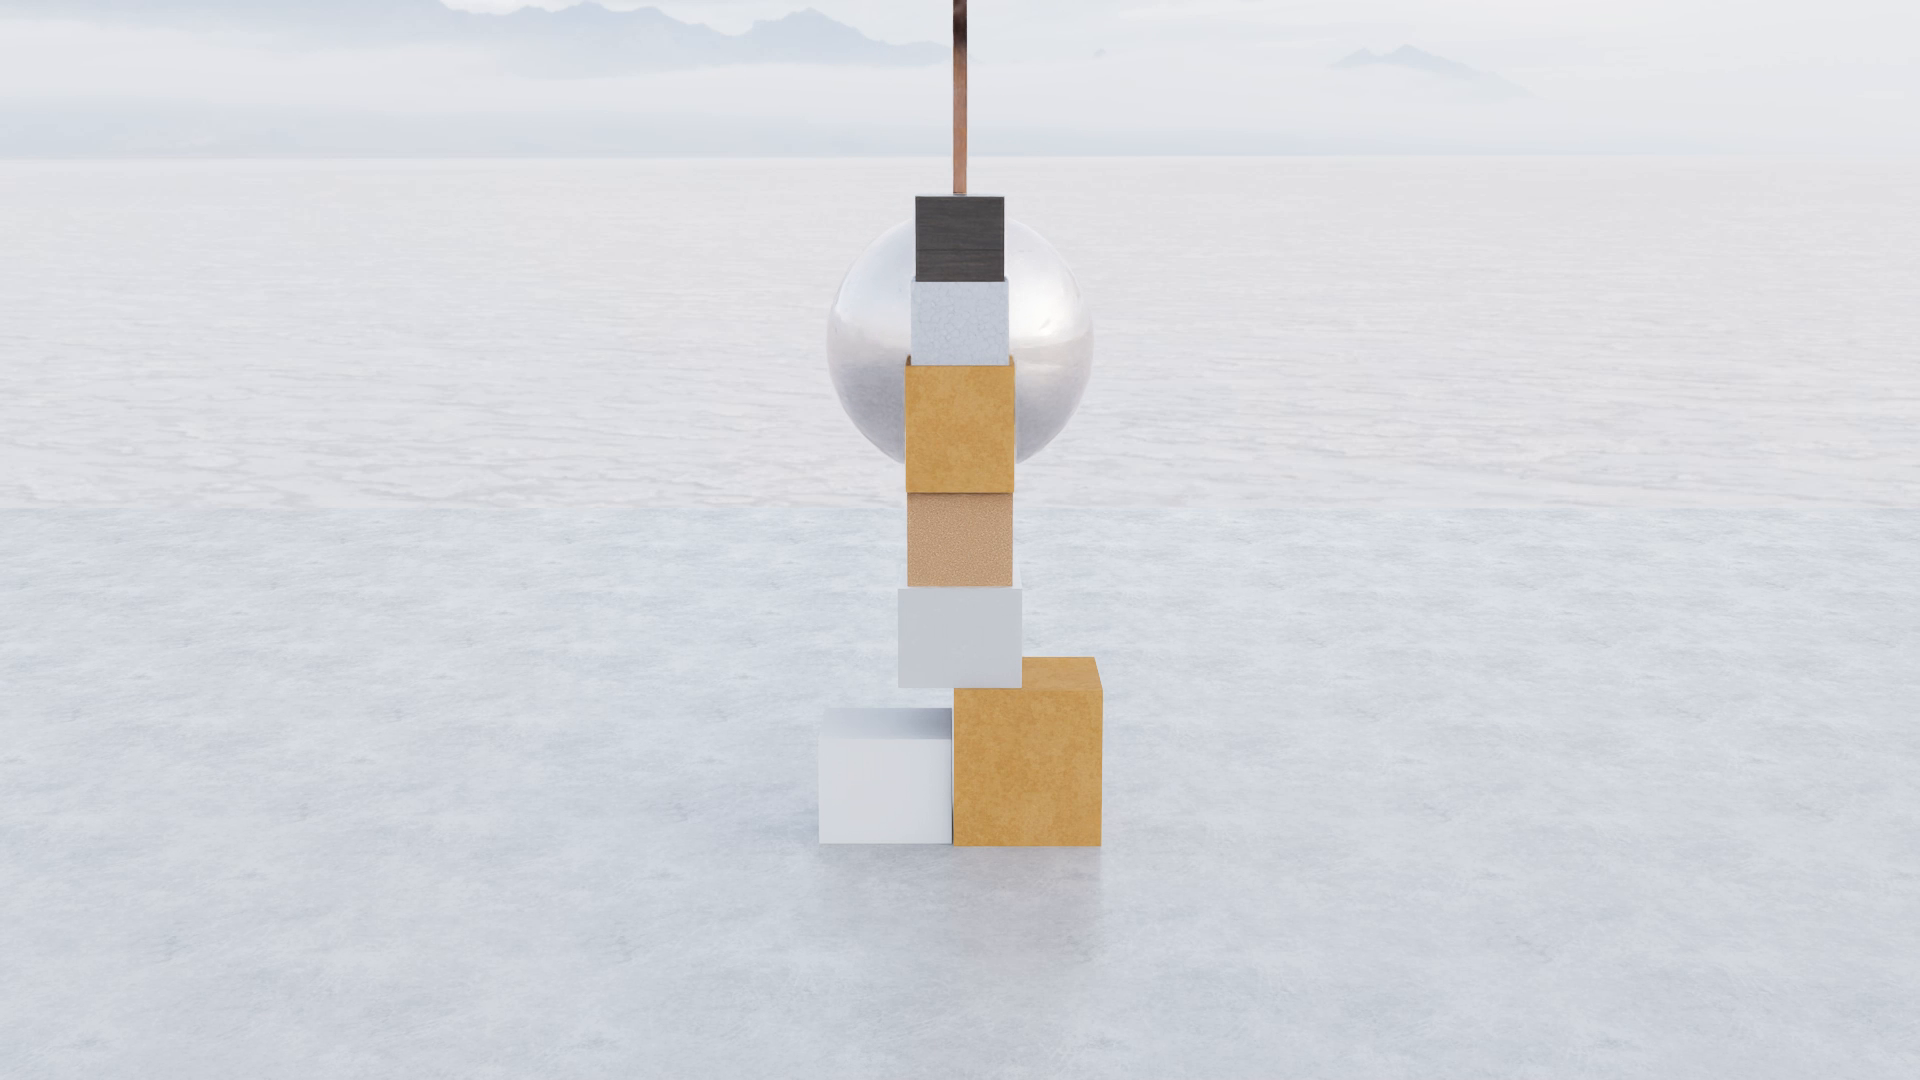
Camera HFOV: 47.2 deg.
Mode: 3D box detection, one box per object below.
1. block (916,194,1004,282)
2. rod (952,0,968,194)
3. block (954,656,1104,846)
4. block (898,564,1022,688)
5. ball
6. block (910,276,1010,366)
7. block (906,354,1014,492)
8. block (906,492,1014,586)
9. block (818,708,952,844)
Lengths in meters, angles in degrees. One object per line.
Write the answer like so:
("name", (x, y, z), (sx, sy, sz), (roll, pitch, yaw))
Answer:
("block", (0.000, -1.501, 10.898), (0.432, 0.411, 0.487), (0, 10, 0))
("rod", (0.000, -4.096, 11.349), (0.080, 5.200, 0.080), (0, 31, 0))
("block", (0.340, 1.081, 11.366), (0.744, 0.807, 0.732), (0, 10, 0))
("block", (0.000, 0.433, 11.260), (0.618, 0.506, 0.644), (0, 10, 0))
("ball", (0.000, -1.168, 13.076), (1.600, 1.600, 1.600), (0, 10, 0))
("block", (0.000, -1.098, 10.963), (0.479, 0.406, 0.479), (0, 10, 0))
("block", (0.000, -0.593, 11.059), (0.535, 0.621, 0.595), (0, 10, 0))
("block", (0.000, -0.051, 11.162), (0.525, 0.482, 0.509), (0, 10, 0))
("block", (-0.377, 1.211, 11.386), (0.670, 0.543, 0.631), (0, 10, 0))
